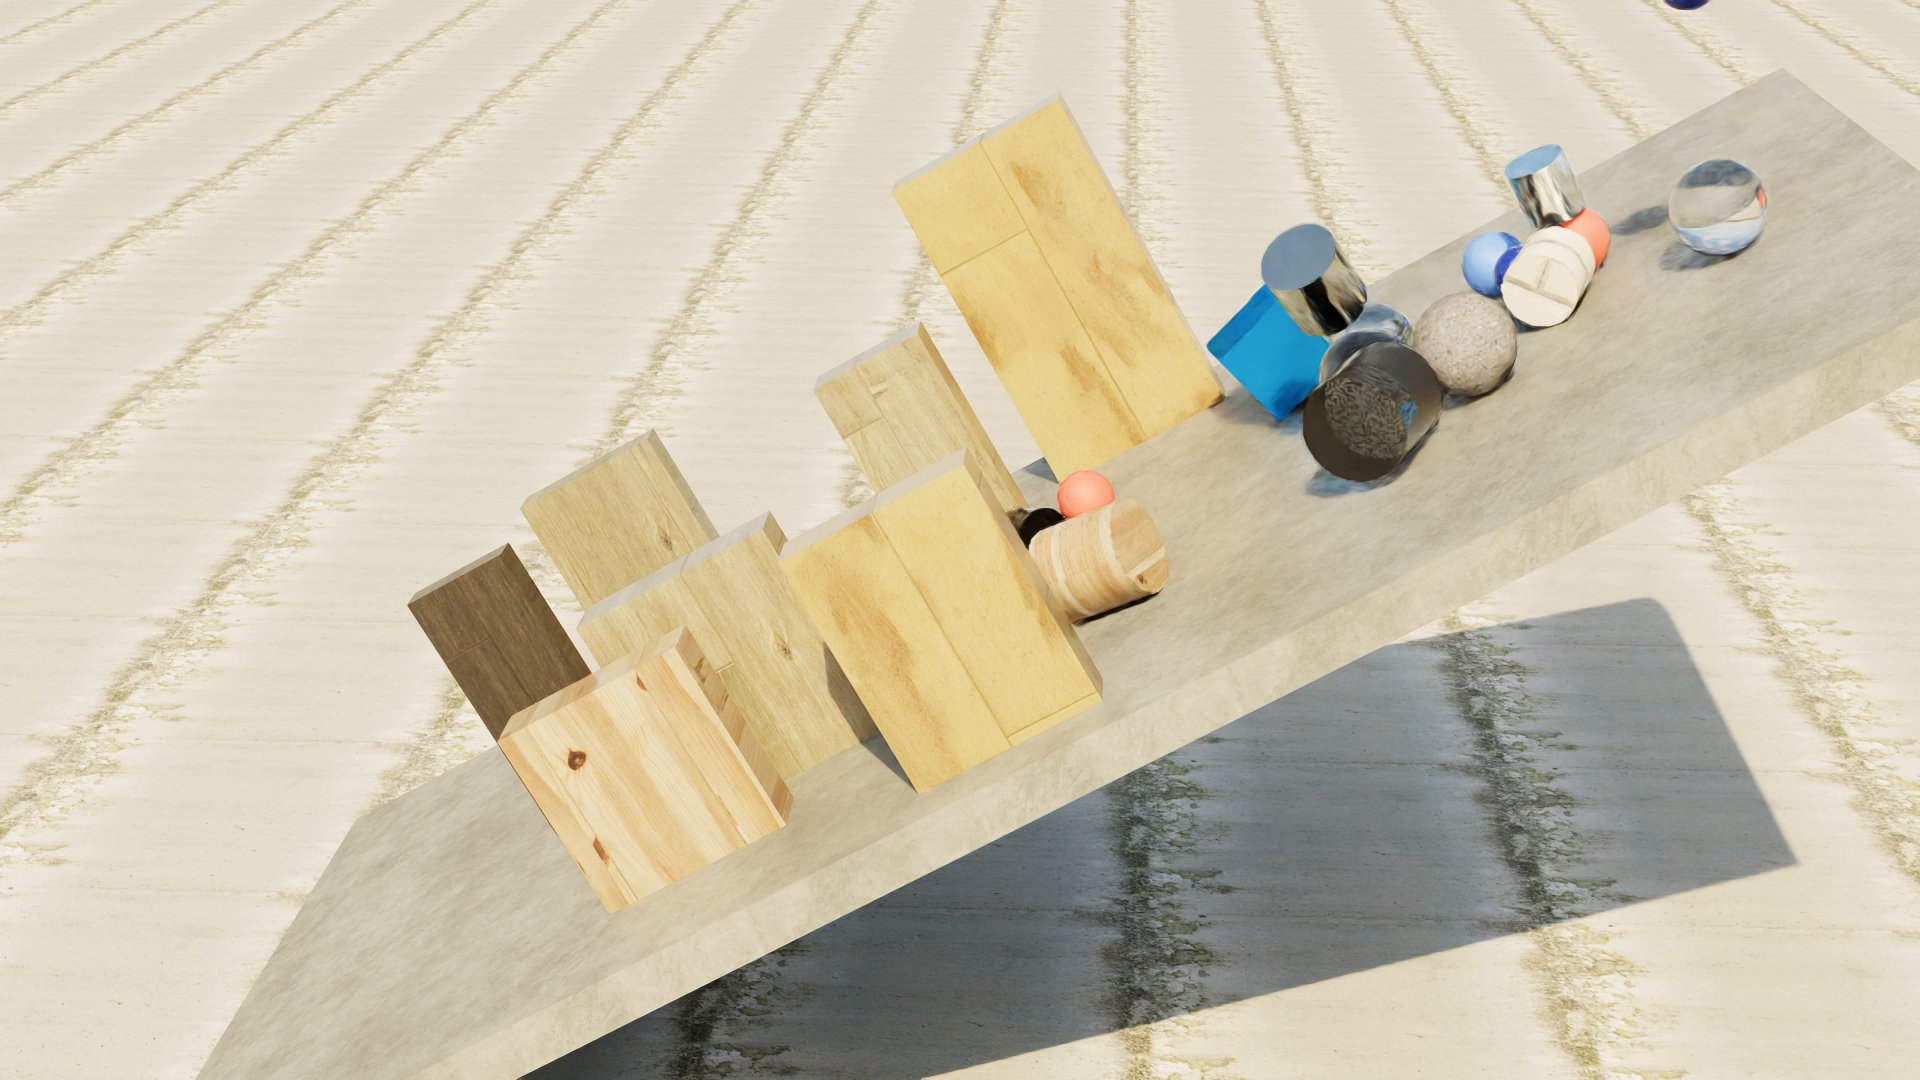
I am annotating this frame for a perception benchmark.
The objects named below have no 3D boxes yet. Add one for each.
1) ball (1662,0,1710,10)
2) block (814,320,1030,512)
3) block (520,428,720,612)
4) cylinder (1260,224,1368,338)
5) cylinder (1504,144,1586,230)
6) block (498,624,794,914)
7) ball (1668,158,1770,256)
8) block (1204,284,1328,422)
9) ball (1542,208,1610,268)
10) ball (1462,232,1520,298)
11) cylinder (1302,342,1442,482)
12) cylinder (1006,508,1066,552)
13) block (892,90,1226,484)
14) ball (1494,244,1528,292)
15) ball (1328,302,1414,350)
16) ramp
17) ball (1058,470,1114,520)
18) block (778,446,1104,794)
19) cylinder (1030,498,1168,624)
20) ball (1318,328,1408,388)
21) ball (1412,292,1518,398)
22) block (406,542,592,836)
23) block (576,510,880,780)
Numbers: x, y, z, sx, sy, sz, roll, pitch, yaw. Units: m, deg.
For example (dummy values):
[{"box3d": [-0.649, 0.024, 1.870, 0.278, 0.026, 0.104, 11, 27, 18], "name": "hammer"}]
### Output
[{"box3d": [1.367, -1.057, 5.525, 0.125, 0.125, 0.125, 0, 18, 0], "name": "ball"}, {"box3d": [-0.069, -0.179, 6.561, 0.265, 0.550, 0.116, -28, 15, 12], "name": "block"}, {"box3d": [-0.711, 0.086, 6.848, 0.346, 0.601, 0.094, -28, 15, 12], "name": "block"}, {"box3d": [0.701, -0.513, 5.822, 0.160, 0.160, 0.160, -18, 51, 23], "name": "cylinder"}, {"box3d": [1.216, -0.733, 6.114, 0.129, 0.129, 0.129, -25, 23, 11], "name": "cylinder"}, {"box3d": [-0.615, 0.452, 5.784, 0.407, 0.418, 0.136, -28, 15, 12], "name": "block"}, {"box3d": [1.488, -0.652, 5.768, 0.191, 0.191, 0.191, 0, 18, 0], "name": "ball"}, {"box3d": [0.689, -0.414, 6.462, 0.195, 0.195, 0.195, 43, 7, -13], "name": "block"}, {"box3d": [1.288, -0.626, 6.161, 0.144, 0.144, 0.144, 0, 18, 0], "name": "ball"}, {"box3d": [1.154, -0.595, 6.345, 0.141, 0.141, 0.141, 0, 18, 0], "name": "ball"}, {"box3d": [0.797, -0.249, 5.684, 0.210, 0.210, 0.210, 9, 27, 25], "name": "cylinder"}, {"box3d": [0.155, -0.006, 6.387, 0.125, 0.125, 0.125, -10, 4, -27], "name": "cylinder"}, {"box3d": [0.232, -0.578, 6.807, 0.435, 0.796, 0.116, -28, 15, 12], "name": "block"}, {"box3d": [1.189, -0.565, 6.221, 0.118, 0.118, 0.118, 0, 18, 0], "name": "ball"}, {"box3d": [0.864, -0.406, 6.161, 0.185, 0.185, 0.185, 0, 18, 0], "name": "ball"}, {"box3d": [0.142, 0.167, 6.283, 4.000, 0.100, 2.000, -28, 15, 12], "name": "ramp"}, {"box3d": [0.273, -0.090, 6.362, 0.124, 0.124, 0.124, 0, 18, 0], "name": "ball"}, {"box3d": [-0.032, 0.151, 5.433, 0.390, 0.518, 0.114, -28, 15, 12], "name": "block"}, {"box3d": [0.275, 0.042, 5.836, 0.197, 0.197, 0.197, -22, 5, 31], "name": "cylinder"}, {"box3d": [0.829, -0.332, 5.986, 0.200, 0.200, 0.200, 0, 18, 0], "name": "ball"}, {"box3d": [0.999, -0.386, 5.817, 0.207, 0.207, 0.207, 0, 18, 0], "name": "ball"}, {"box3d": [-0.935, 0.329, 6.442, 0.243, 0.615, 0.081, -28, 15, 12], "name": "block"}, {"box3d": [-0.458, 0.261, 5.984, 0.439, 0.484, 0.127, -28, 15, 12], "name": "block"}]
